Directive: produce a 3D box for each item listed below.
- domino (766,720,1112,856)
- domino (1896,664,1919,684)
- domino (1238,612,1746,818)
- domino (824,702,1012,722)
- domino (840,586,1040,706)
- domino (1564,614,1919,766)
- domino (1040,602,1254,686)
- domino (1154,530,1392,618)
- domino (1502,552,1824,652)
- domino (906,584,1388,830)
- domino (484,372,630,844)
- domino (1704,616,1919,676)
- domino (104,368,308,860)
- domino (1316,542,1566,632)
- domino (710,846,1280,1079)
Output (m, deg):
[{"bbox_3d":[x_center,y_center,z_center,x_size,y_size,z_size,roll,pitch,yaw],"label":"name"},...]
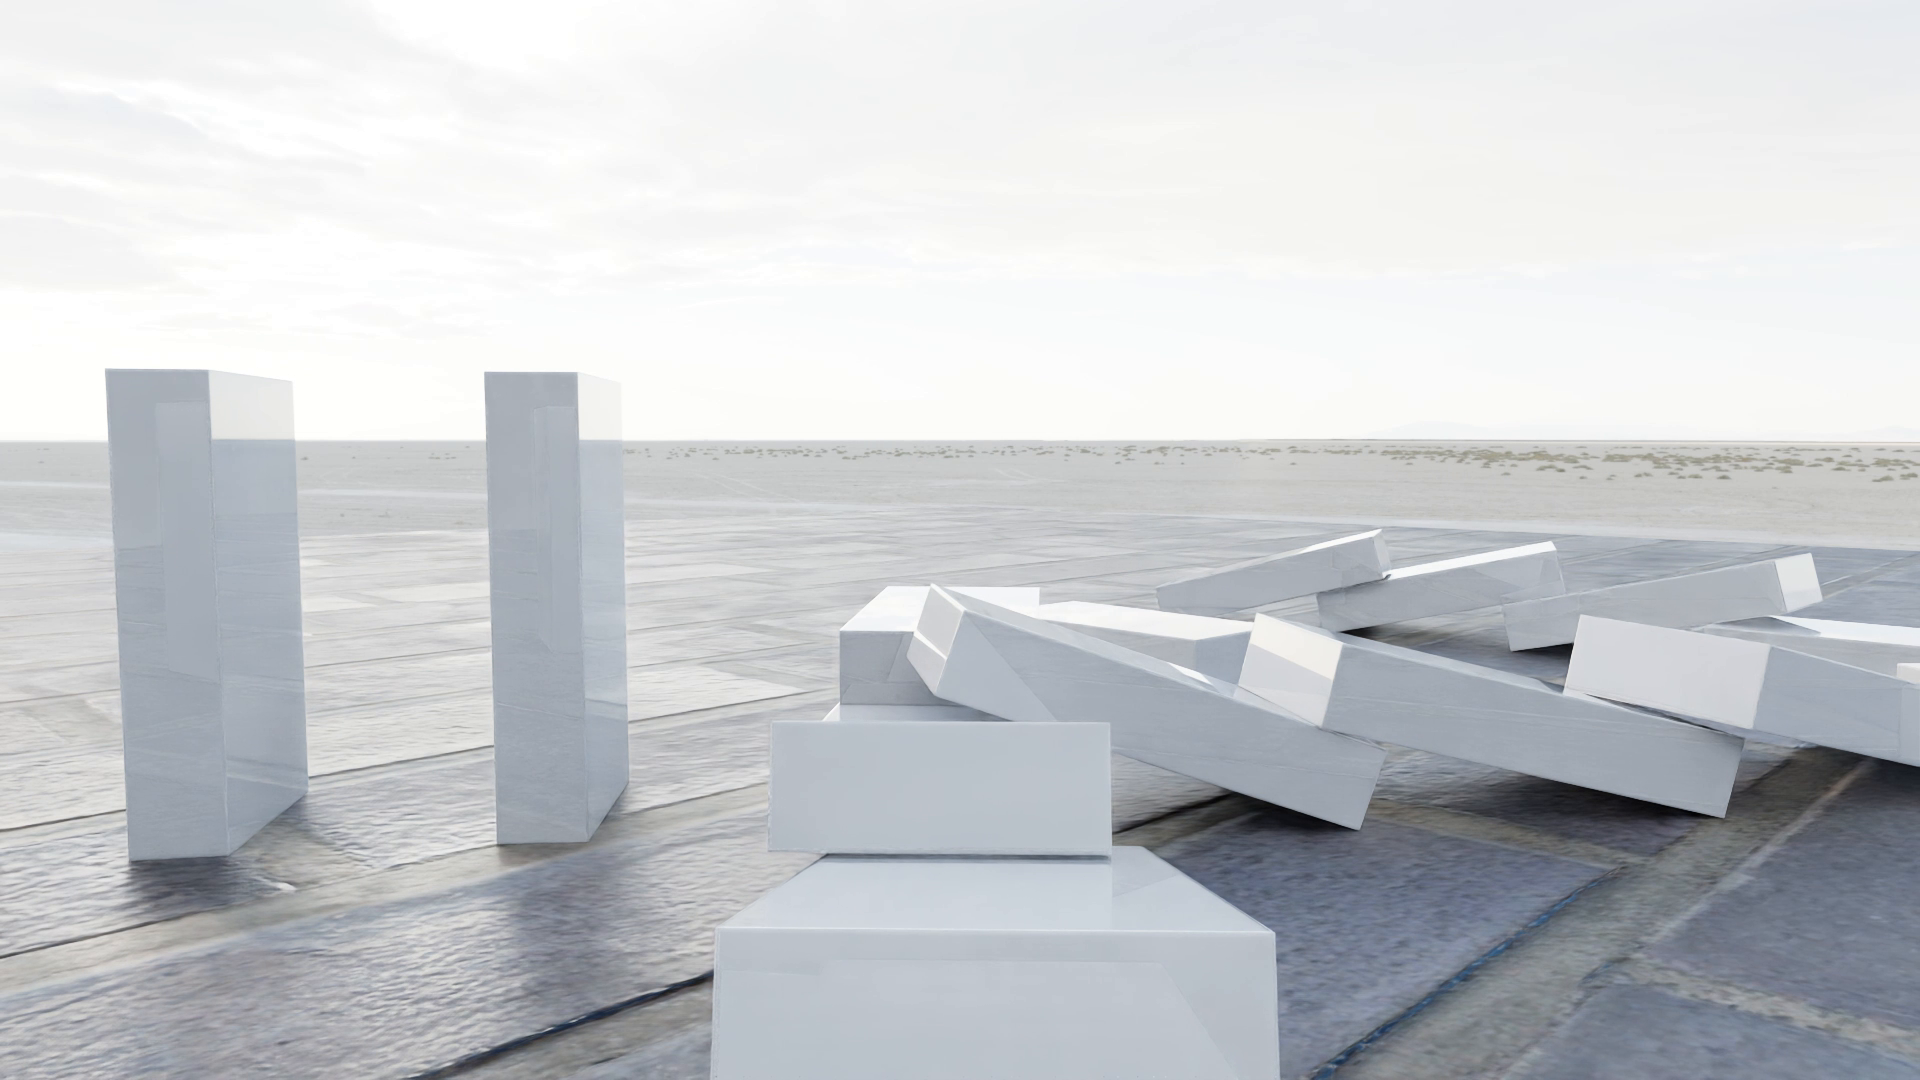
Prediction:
[{"bbox_3d":[-0.001,0.023,0.118,0.025,0.009,0.050,0,-11,1],"label":"domino"},{"bbox_3d":[0.153,0.025,0.168,0.025,0.009,0.050,0,4,2],"label":"domino"},{"bbox_3d":[0.062,0.020,0.154,0.050,0.009,0.025,13,2,-9],"label":"domino"},{"bbox_3d":[-0.002,0.025,0.173,0.025,0.010,0.050,0,4,5],"label":"domino"},{"bbox_3d":[-0.001,0.014,0.186,0.025,0.010,0.050,0,4,4],"label":"domino"},{"bbox_3d":[0.105,0.020,0.160,0.050,0.009,0.025,13,-1,-23],"label":"domino"},{"bbox_3d":[0.032,0.020,0.243,0.025,0.010,0.050,-4,6,-43],"label":"domino"},{"bbox_3d":[0.073,0.009,0.300,0.050,0.009,0.025,-15,-2,23],"label":"domino"},{"bbox_3d":[0.138,0.013,0.254,0.025,0.009,0.050,-4,-9,-44],"label":"domino"},{"bbox_3d":[0.020,0.019,0.149,0.050,0.010,0.025,19,1,-10],"label":"domino"},{"bbox_3d":[-0.045,0.007,0.147,0.009,0.050,0.025,0,4,-5],"label":"domino"},{"bbox_3d":[0.161,0.021,0.224,0.025,0.010,0.050,-4,6,-43],"label":"domino"},{"bbox_3d":[-0.082,0.007,0.142,0.009,0.050,0.025,-1,4,-10],"label":"domino"},{"bbox_3d":[0.108,0.011,0.289,0.050,0.009,0.025,-12,-1,23],"label":"domino"},{"bbox_3d":[0.002,0.026,0.081,0.025,0.010,0.050,0,-9,1],"label":"domino"}]
